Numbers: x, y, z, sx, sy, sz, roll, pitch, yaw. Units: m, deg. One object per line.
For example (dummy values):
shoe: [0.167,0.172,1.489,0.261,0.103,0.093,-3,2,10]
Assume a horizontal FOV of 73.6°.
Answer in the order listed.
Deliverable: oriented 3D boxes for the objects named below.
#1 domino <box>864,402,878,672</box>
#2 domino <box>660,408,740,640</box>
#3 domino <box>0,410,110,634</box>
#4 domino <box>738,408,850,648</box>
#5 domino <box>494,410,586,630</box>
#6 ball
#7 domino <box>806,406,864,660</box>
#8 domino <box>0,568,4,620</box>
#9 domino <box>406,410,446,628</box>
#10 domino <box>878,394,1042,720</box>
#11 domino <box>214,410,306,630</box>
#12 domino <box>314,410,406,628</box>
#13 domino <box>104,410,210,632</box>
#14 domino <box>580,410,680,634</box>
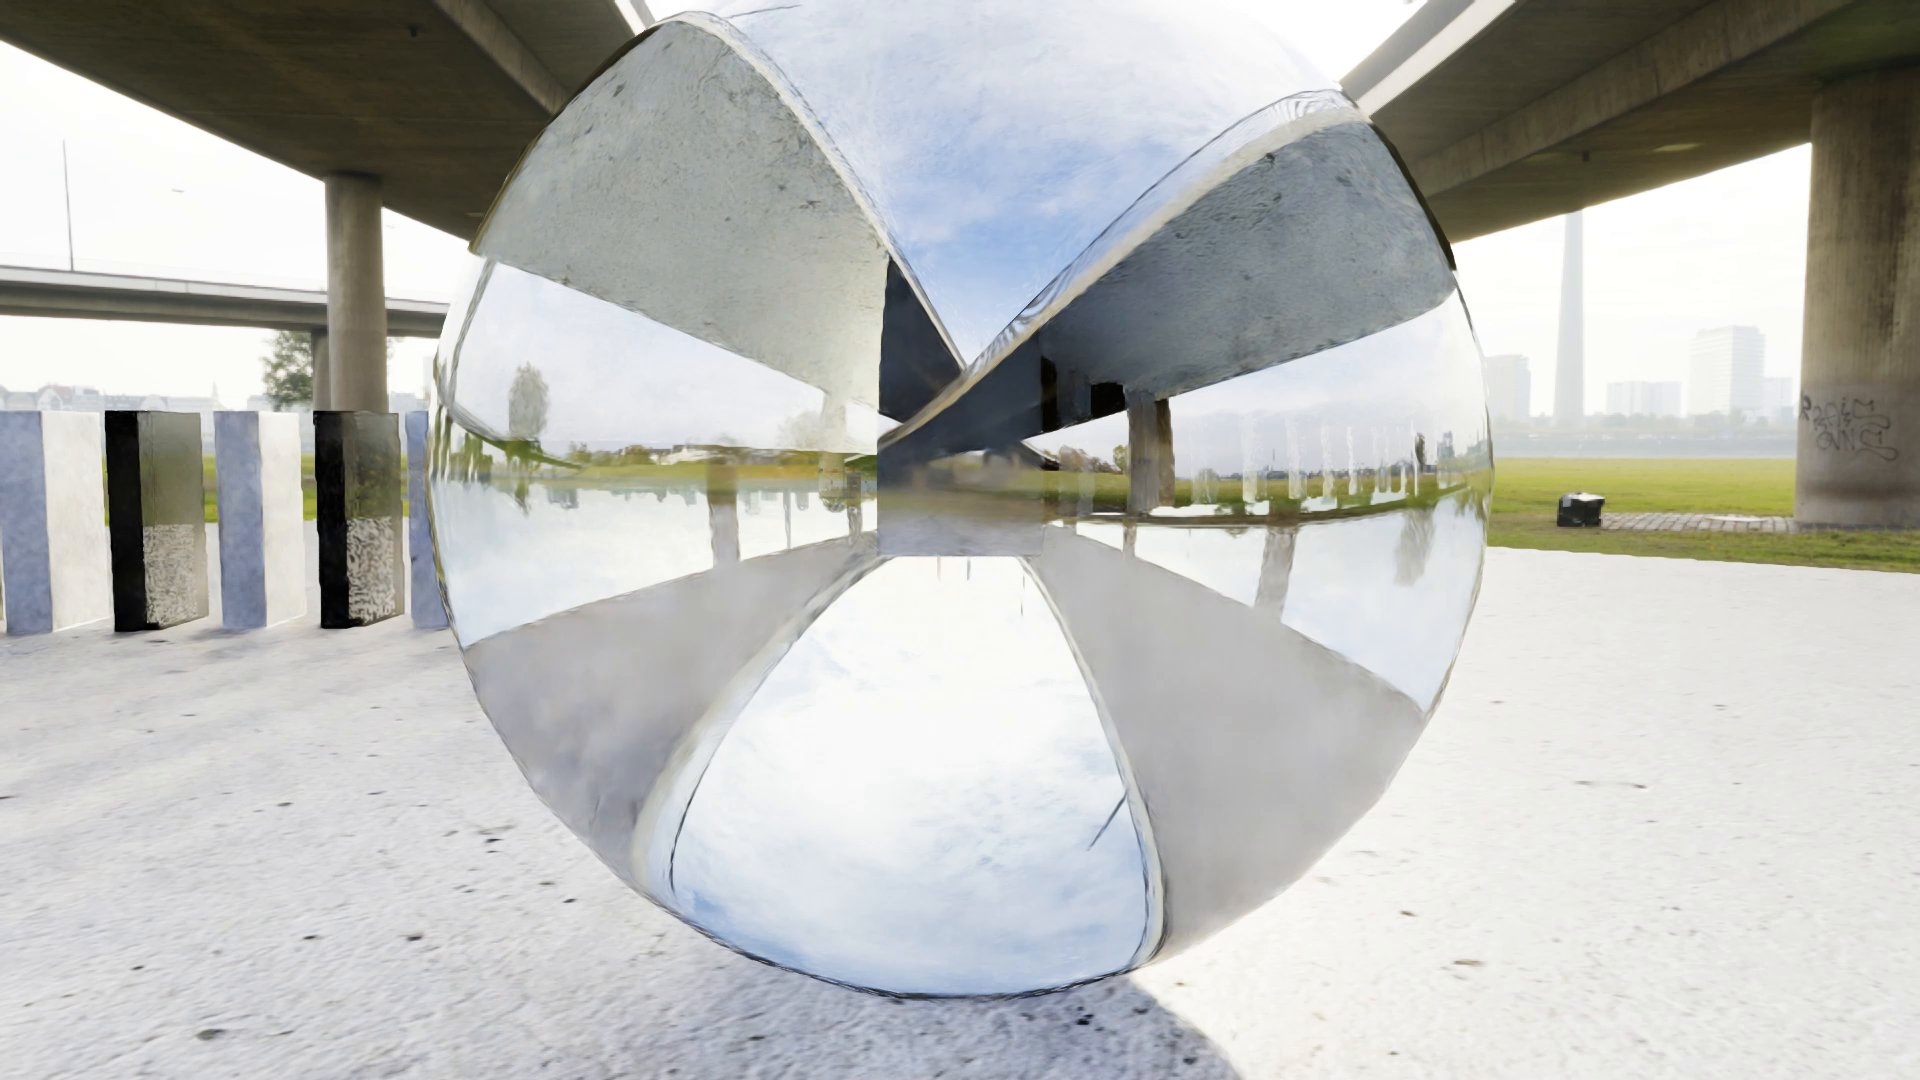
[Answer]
domino: [-0.005,-0.001,0.245,0.025,0.050,0.009,-2,5,-28]
domino: [-0.055,-0.004,0.290,0.010,0.050,0.025,2,5,27]
domino: [-0.211,-0.005,0.299,0.010,0.050,0.025,-1,4,-8]
domino: [-0.036,-0.003,0.278,0.009,0.050,0.025,3,5,35]
domino: [-0.098,-0.005,0.304,0.009,0.050,0.025,1,4,11]
ball: [0.000,-0.005,0.103,0.080,0.080,0.080,0,4,0]
domino: [-0.018,-0.002,0.263,0.025,0.050,0.009,-4,6,-43]
domino: [-0.234,-0.005,0.296,0.009,0.050,0.025,-1,4,-11]
domino: [-0.121,-0.005,0.307,0.009,0.050,0.025,0,4,6]
domino: [0.000,0.002,0.201,0.025,0.050,0.010,0,4,0]
domino: [-0.166,-0.005,0.306,0.009,0.050,0.025,-1,4,-8]
domino: [-0.144,-0.006,0.308,0.009,0.050,0.025,0,4,-2]
domino: [-0.189,-0.005,0.302,0.009,0.050,0.025,-1,4,-7]
domino: [-0.076,-0.005,0.298,0.009,0.050,0.025,1,5,18]
